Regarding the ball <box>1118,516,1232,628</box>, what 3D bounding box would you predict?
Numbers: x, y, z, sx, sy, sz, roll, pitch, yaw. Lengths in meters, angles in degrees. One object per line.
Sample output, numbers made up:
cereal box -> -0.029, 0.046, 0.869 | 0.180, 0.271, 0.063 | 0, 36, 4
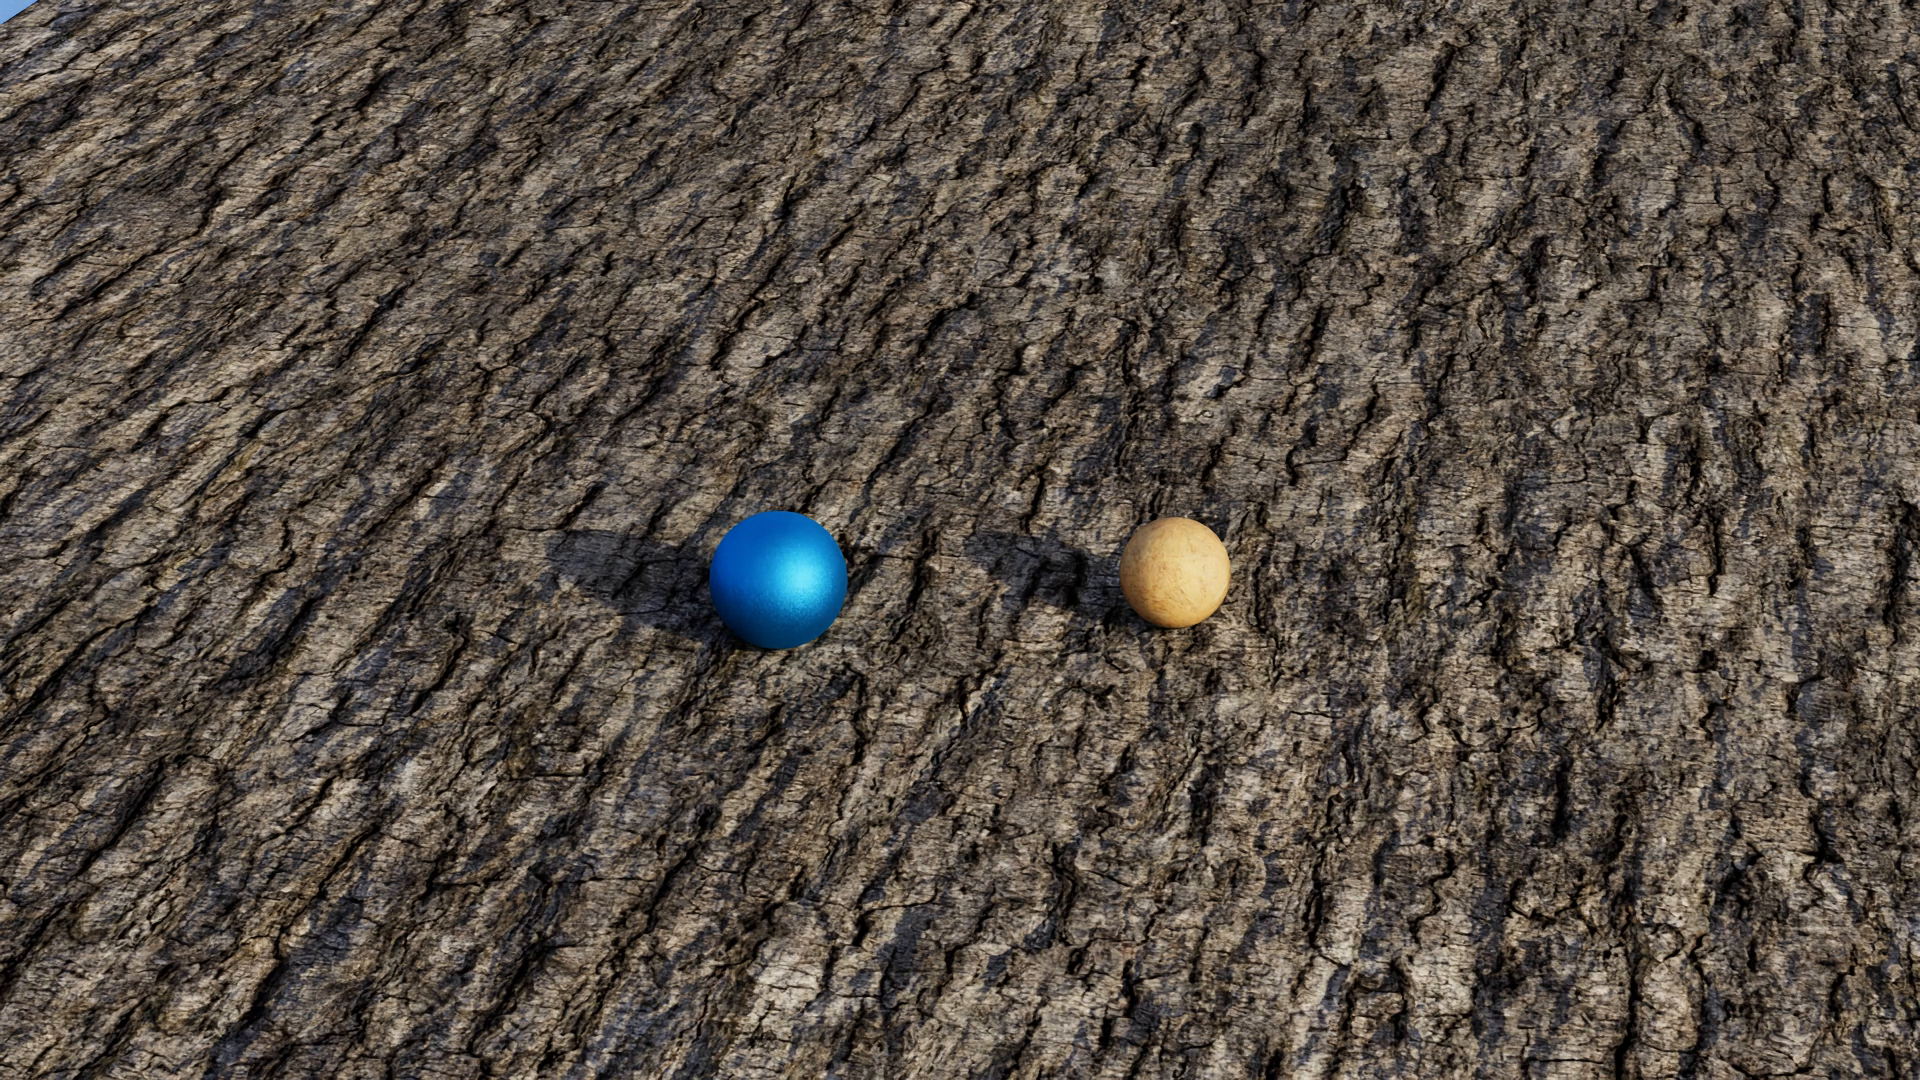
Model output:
ball -> 0.118, 0.018, 1.616 | 0.062, 0.062, 0.062 | 0, 30, 0

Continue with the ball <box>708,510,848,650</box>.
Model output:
ball -> -0.099, 0.022, 1.596 | 0.075, 0.075, 0.075 | 0, 30, 0

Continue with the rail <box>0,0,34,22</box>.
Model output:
rail -> -0.725, -0.594, 2.648 | 0.045, 0.101, 3.847 | 7, 30, 12
